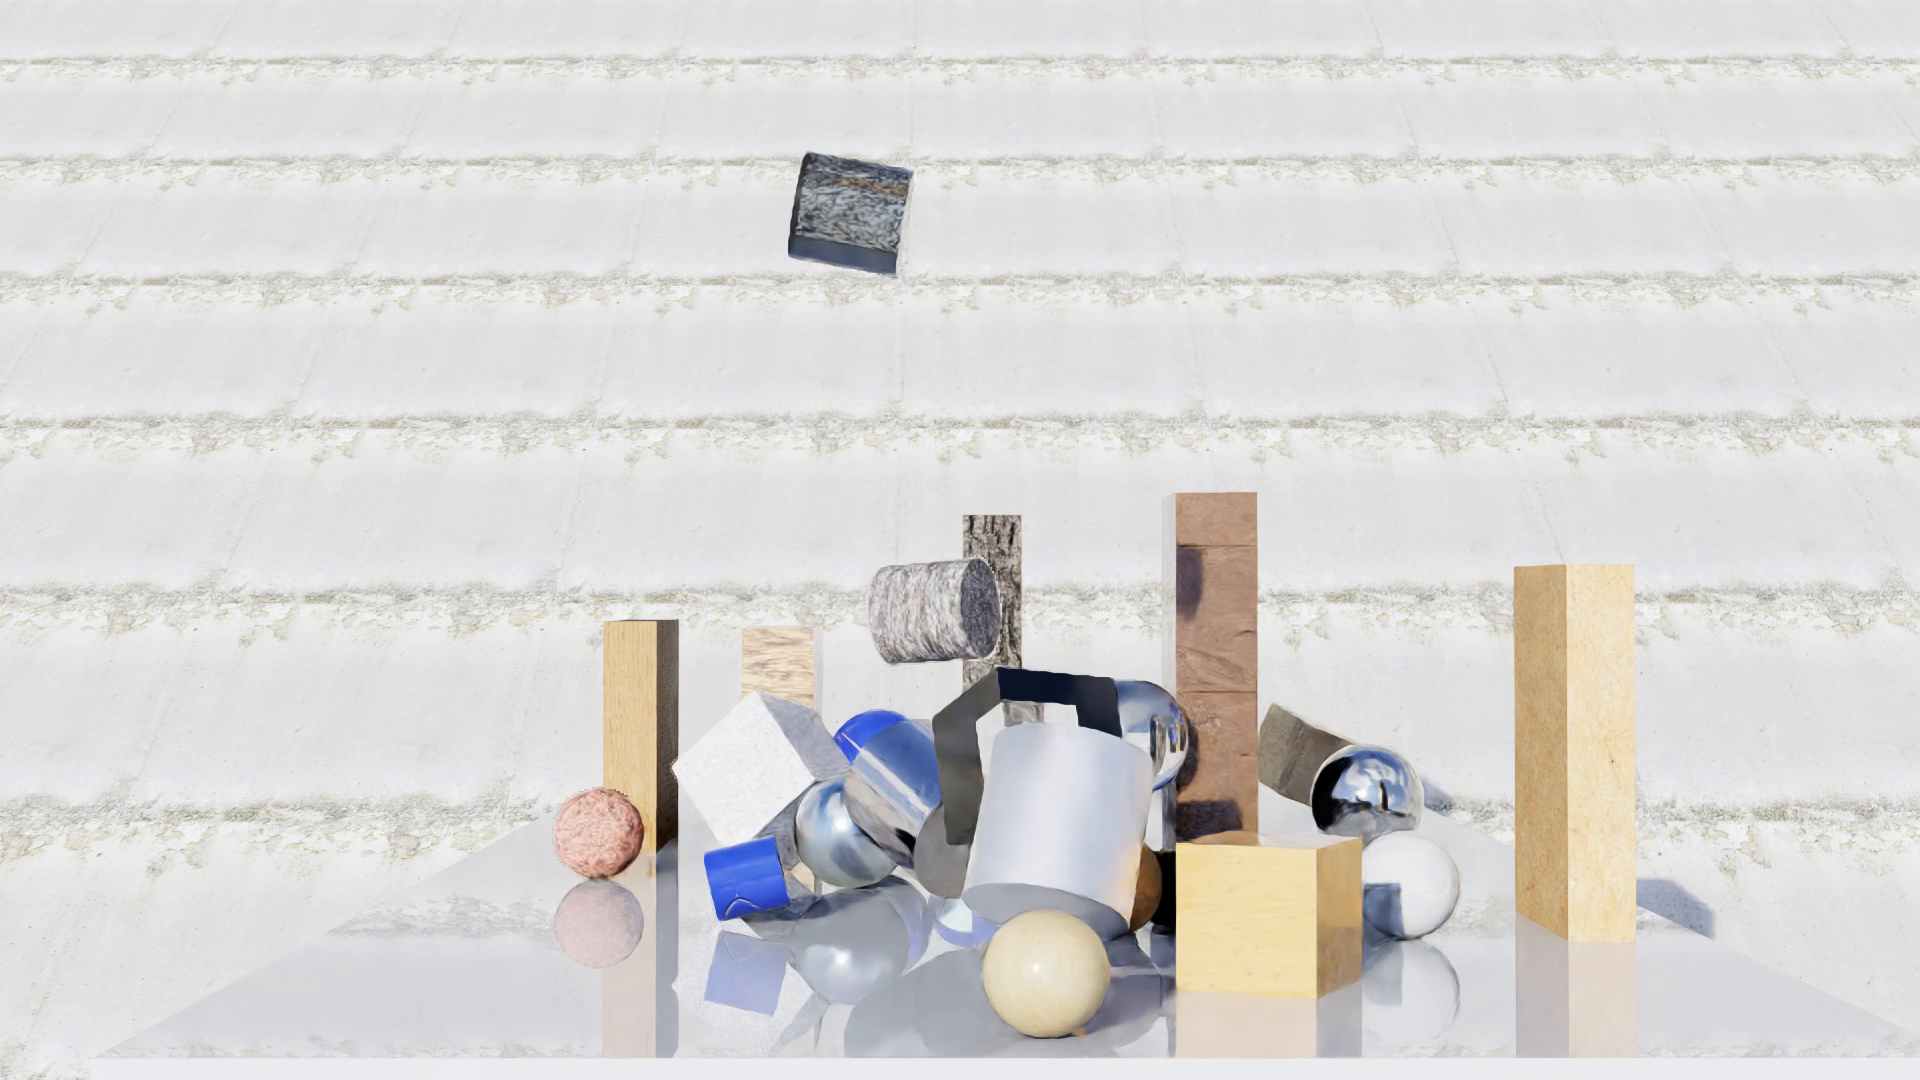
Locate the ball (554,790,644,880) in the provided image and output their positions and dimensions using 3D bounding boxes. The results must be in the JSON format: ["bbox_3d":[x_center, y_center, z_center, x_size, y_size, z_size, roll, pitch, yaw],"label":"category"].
[{"bbox_3d":[-0.626,0.510,4.501,0.155,0.155,0.155,0,33,0],"label":"ball"}]

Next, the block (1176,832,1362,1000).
[{"bbox_3d":[0.393,0.472,3.289,0.182,0.182,0.182,-1,-1,26],"label":"block"}]

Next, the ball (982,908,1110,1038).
[{"bbox_3d":[0.096,0.483,2.898,0.143,0.143,0.143,0,33,0],"label":"ball"}]

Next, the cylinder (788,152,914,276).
[{"bbox_3d":[-0.127,-0.384,3.058,0.128,0.128,0.128,10,34,1],"label":"cylinder"}]

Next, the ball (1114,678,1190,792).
[{"bbox_3d":[0.287,0.333,4.374,0.200,0.200,0.200,0,33,0],"label":"ball"}]

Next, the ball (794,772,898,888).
[{"bbox_3d":[-0.182,0.487,4.356,0.194,0.194,0.194,0,33,0],"label":"ball"}]

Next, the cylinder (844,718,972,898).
[{"bbox_3d":[-0.038,0.405,3.926,0.202,0.202,0.202,-19,33,-27],"label":"cylinder"}]

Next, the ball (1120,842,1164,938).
[{"bbox_3d":[0.214,0.494,3.727,0.156,0.156,0.156,0,33,0],"label":"ball"}]

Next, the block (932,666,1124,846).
[{"bbox_3d":[0.100,0.311,3.653,0.191,0.191,0.191,7,62,-29],"label":"block"}]

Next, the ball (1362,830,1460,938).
[{"bbox_3d":[0.640,0.494,3.723,0.155,0.155,0.155,0,33,0],"label":"ball"}]

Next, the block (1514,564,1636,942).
[{"bbox_3d":[0.913,0.306,3.869,0.096,0.537,0.354,0,-1,0],"label":"block"}]

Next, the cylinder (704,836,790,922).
[{"bbox_3d":[-0.318,0.505,3.868,0.108,0.108,0.108,-14,35,-4],"label":"cylinder"}]

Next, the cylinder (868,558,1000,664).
[{"bbox_3d":[-0.030,0.085,3.092,0.118,0.118,0.118,-5,30,23],"label":"cylinder"}]

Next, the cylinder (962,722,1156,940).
[{"bbox_3d":[0.124,0.362,3.205,0.207,0.207,0.207,7,65,11],"label":"cylinder"}]

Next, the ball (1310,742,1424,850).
[{"bbox_3d":[0.709,0.452,4.512,0.197,0.197,0.197,0,33,0],"label":"ball"}]

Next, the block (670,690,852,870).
[{"bbox_3d":[-0.330,0.424,4.557,0.207,0.207,0.207,53,13,27],"label":"block"}]

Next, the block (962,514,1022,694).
[{"bbox_3d":[0.064,0.278,5.250,0.116,0.649,0.304,0,-1,0],"label":"block"}]

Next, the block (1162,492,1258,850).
[{"bbox_3d":[0.439,0.255,4.593,0.140,0.668,0.316,0,-1,0],"label":"block"}]

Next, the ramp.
[{"bbox_3d":[0.074,0.643,4.762,2.000,0.100,4.000,0,-1,0],"label":"ramp"}]

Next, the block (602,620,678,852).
[{"bbox_3d":[-0.631,0.380,5.153,0.102,0.441,0.395,0,-1,0],"label":"block"}]

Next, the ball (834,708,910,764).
[{"bbox_3d":[-0.158,0.438,5.134,0.208,0.208,0.208,0,33,0],"label":"ball"}]

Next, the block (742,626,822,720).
[{"bbox_3d":[-0.363,0.392,5.346,0.143,0.426,0.358,0,-1,0],"label":"block"}]

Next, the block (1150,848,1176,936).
[{"bbox_3d":[0.361,0.513,3.789,0.119,0.119,0.119,-1,-1,38],"label":"block"}]

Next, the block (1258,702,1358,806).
[{"bbox_3d":[0.735,0.468,5.547,0.159,0.159,0.159,22,5,-31],"label":"block"}]
